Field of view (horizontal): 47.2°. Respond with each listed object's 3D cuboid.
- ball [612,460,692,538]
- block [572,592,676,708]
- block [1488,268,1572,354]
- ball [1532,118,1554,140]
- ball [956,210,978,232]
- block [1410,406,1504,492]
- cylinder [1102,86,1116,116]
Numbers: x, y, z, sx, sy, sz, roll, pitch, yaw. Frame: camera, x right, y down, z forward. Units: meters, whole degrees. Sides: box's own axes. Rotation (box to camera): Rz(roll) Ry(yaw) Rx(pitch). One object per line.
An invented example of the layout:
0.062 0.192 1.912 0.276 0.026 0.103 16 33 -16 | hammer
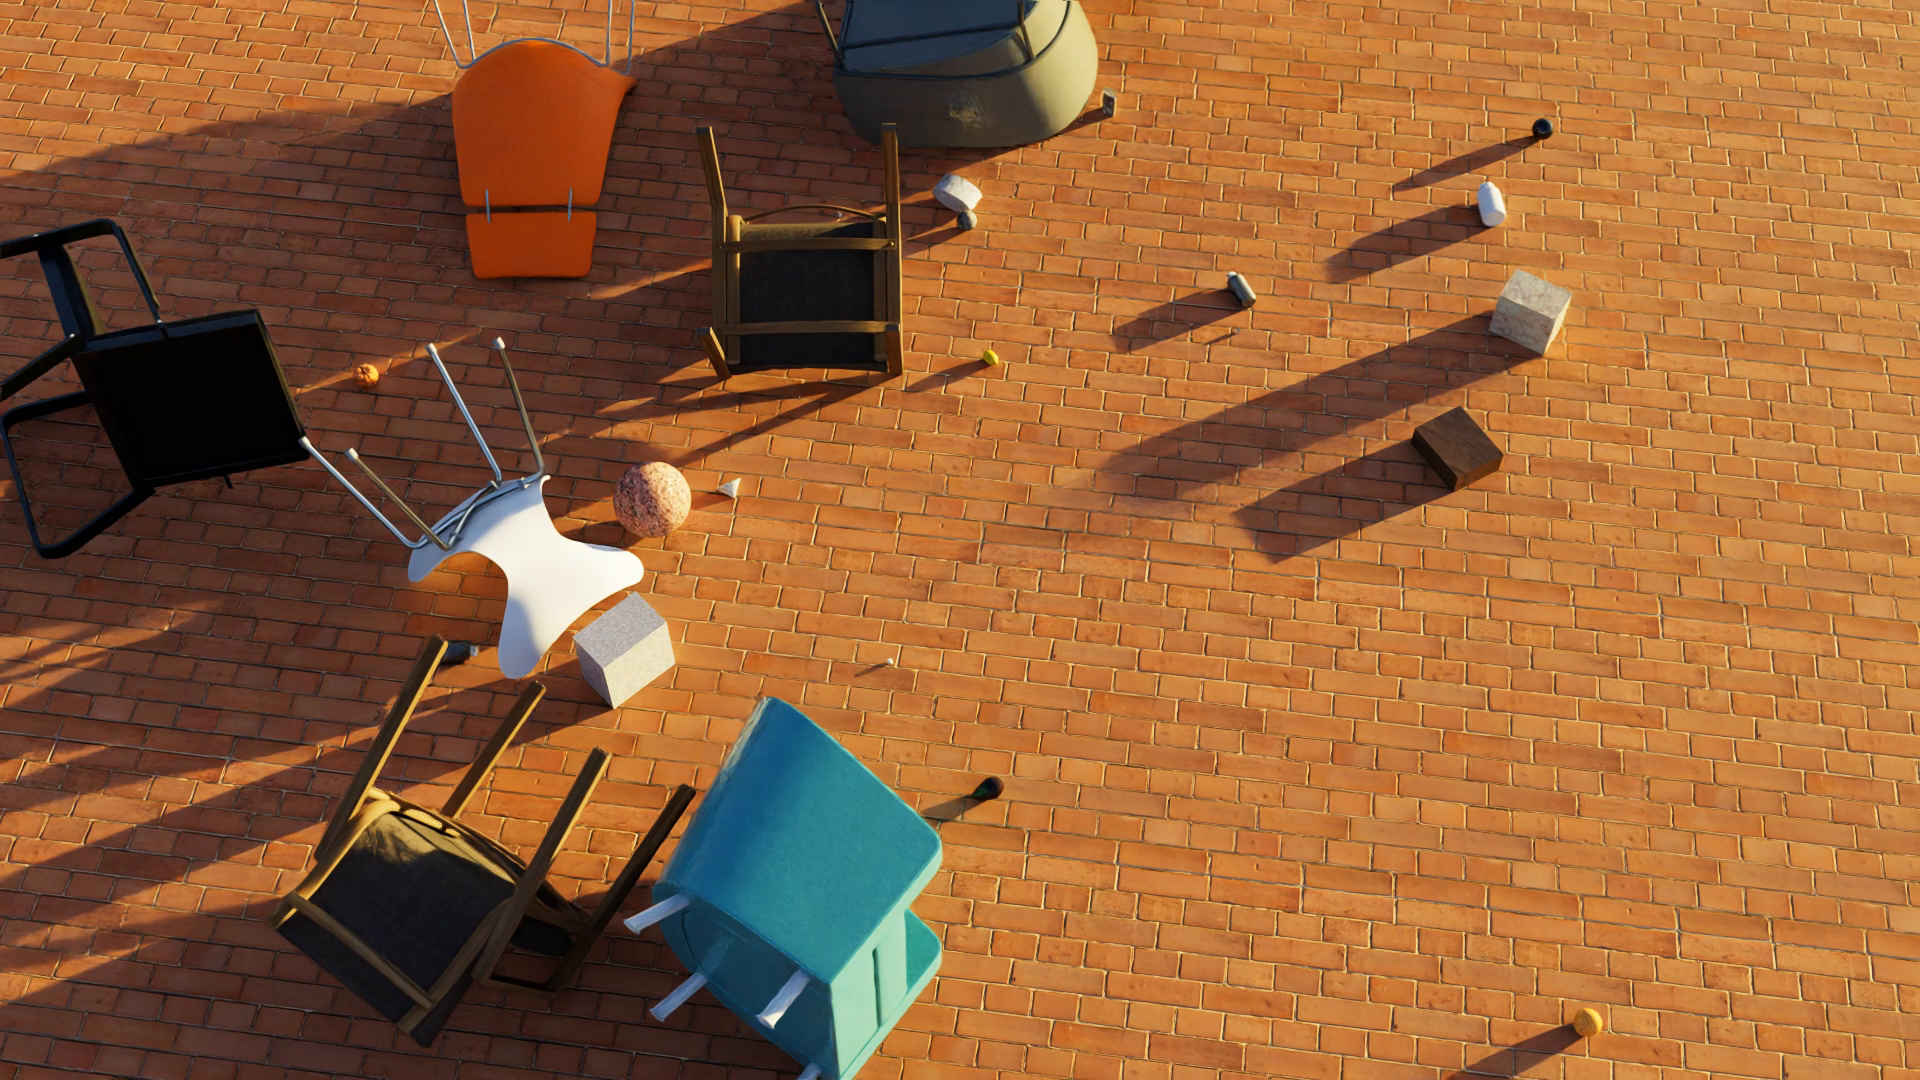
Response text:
-0.913 -0.120 6.516 0.230 0.230 0.230 0 56 0 | ball
-0.950 0.313 6.228 0.223 0.226 0.141 -38 64 -22 | block
1.803 -0.722 6.953 0.191 0.174 0.130 27 60 17 | block
1.979 -1.395 7.465 0.075 0.075 0.075 0 56 0 | ball
0.022 -1.051 7.238 0.067 0.067 0.067 0 56 0 | ball
1.517 -0.278 6.714 0.173 0.078 0.216 -26 60 -16 | block
0.511 -1.499 7.524 0.034 0.092 0.060 -30 62 -18 | cylinder
